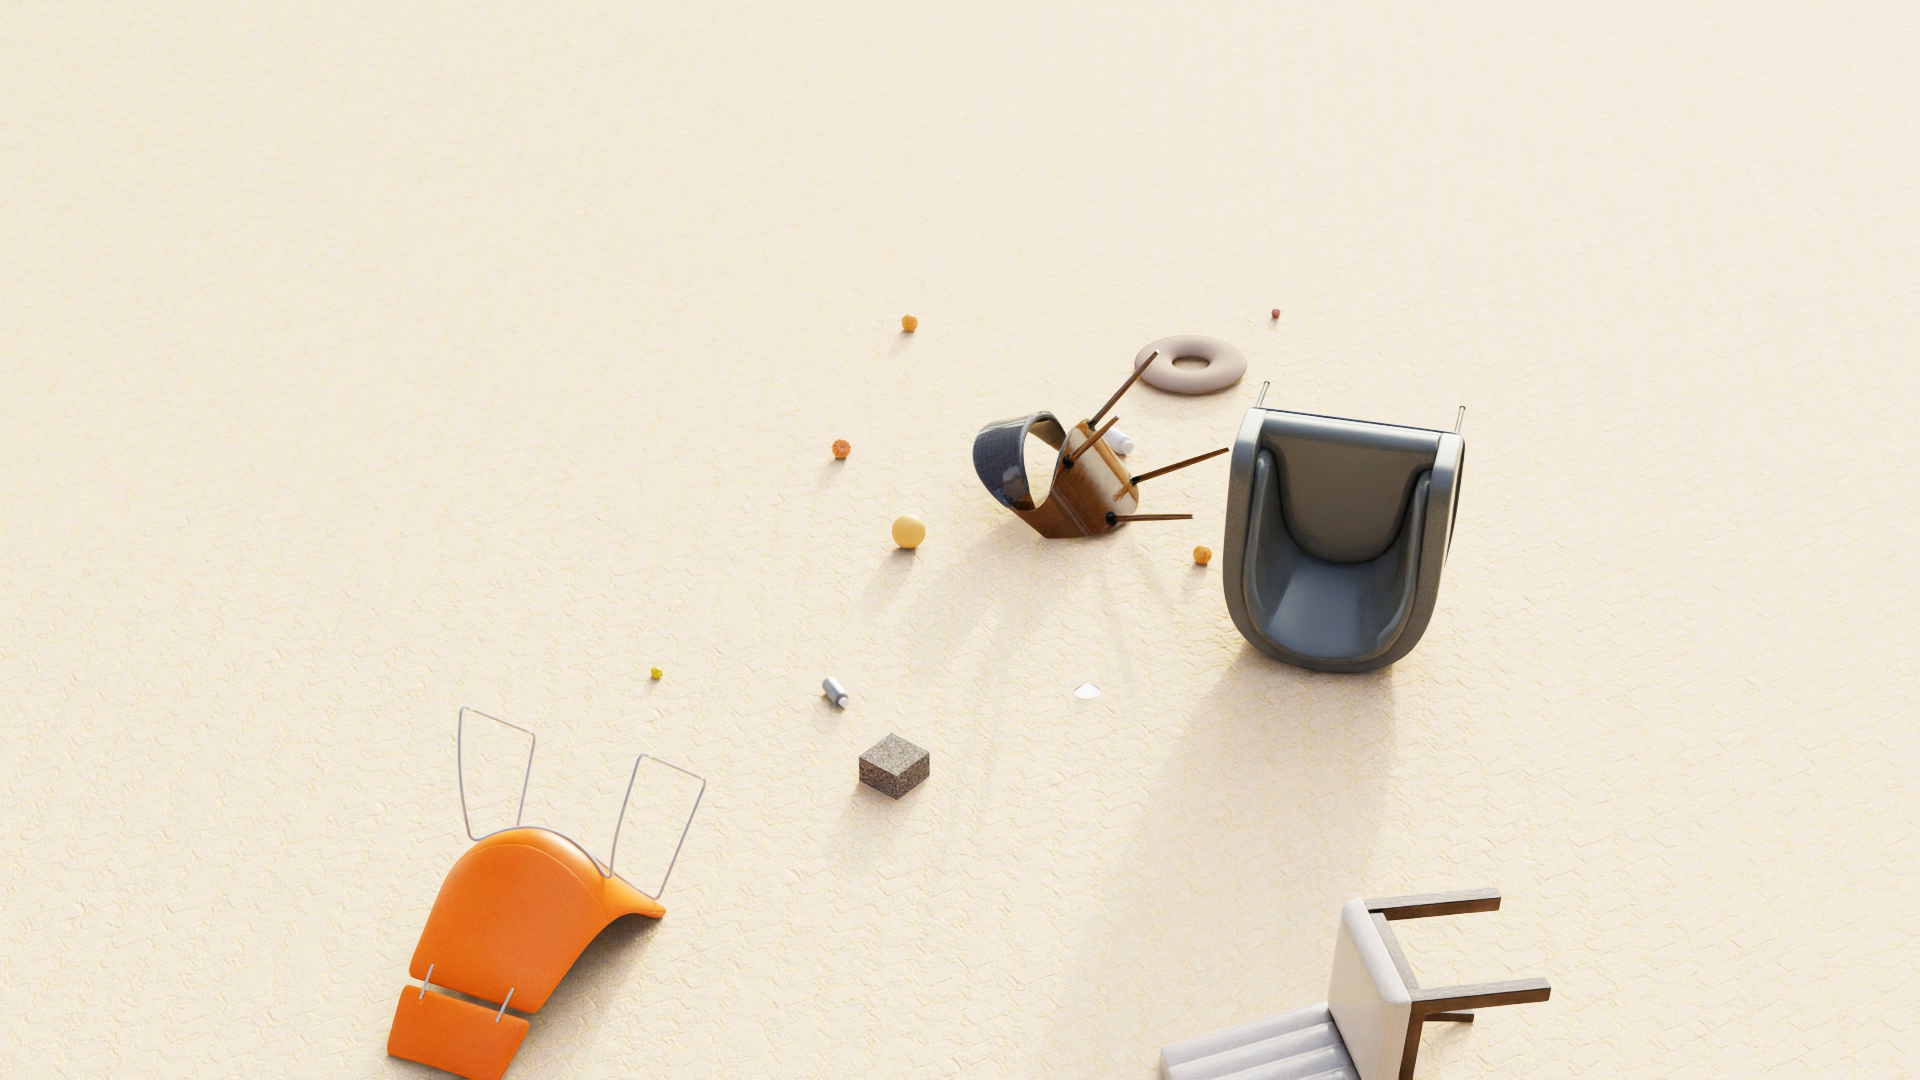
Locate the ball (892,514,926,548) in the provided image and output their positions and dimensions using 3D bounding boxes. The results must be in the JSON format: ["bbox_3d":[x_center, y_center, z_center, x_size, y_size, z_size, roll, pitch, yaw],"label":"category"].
[{"bbox_3d":[-0.190,-0.033,10.878,0.129,0.129,0.129,0,33,0],"label":"ball"}]

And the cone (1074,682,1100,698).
[{"bbox_3d":[0.441,0.507,10.139,0.096,0.040,0.082,-14,36,-20],"label":"cone"}]

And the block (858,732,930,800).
[{"bbox_3d":[-0.218,0.750,9.714,0.166,0.101,0.168,24,40,32],"label":"block"}]

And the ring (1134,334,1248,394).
[{"bbox_3d":[0.943,-0.719,11.978,0.466,0.066,0.436,-10,35,-14],"label":"ring"}]
